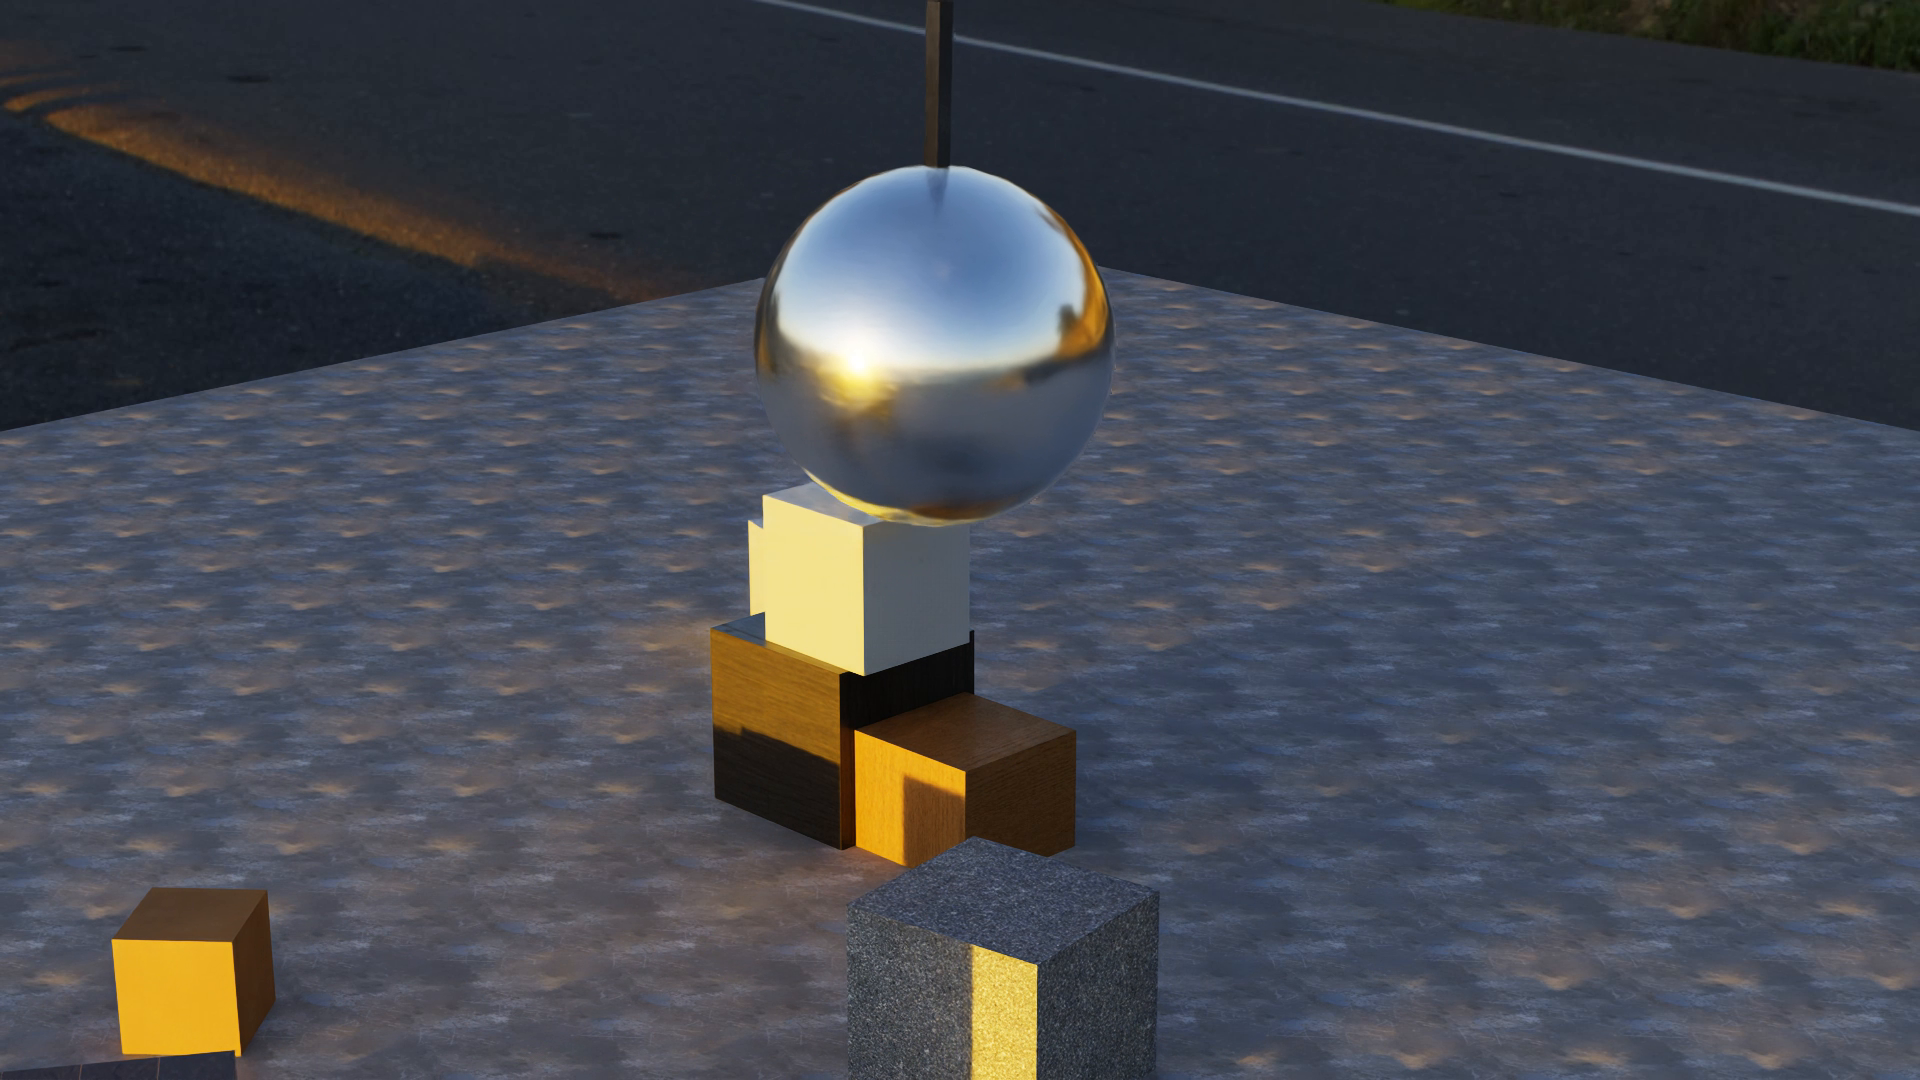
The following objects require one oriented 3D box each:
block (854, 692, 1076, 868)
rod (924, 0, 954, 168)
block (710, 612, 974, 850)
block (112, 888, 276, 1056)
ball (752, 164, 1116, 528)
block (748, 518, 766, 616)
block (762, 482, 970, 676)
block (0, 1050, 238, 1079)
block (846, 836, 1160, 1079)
[{"bbox_3d":[0.025,1.159,13.686,0.727,0.581,0.729,-17,24,-42],"label":"block"},{"bbox_3d":[-0.049,-4.119,11.996,0.080,5.200,0.080,17,22,42],"label":"rod"},{"bbox_3d":[-0.565,0.845,14.191,0.879,0.878,0.914,-17,24,-42],"label":"block"},{"bbox_3d":[-3.110,1.752,11.933,0.483,0.501,0.504,1,17,3],"label":"block"},{"bbox_3d":[-0.114,-0.857,12.953,1.600,1.600,1.600,0,17,0],"label":"ball"},{"bbox_3d":[-0.712,0.223,16.617,0.733,0.610,0.717,-9,19,-26],"label":"block"},{"bbox_3d":[-0.438,0.137,13.783,0.671,0.717,0.695,-16,24,-41],"label":"block"},{"bbox_3d":[-2.746,2.307,9.436,0.853,0.940,0.880,-4,18,-11],"label":"block"},{"bbox_3d":[0.170,1.753,11.477,0.900,0.773,0.830,13,21,35],"label":"block"}]
